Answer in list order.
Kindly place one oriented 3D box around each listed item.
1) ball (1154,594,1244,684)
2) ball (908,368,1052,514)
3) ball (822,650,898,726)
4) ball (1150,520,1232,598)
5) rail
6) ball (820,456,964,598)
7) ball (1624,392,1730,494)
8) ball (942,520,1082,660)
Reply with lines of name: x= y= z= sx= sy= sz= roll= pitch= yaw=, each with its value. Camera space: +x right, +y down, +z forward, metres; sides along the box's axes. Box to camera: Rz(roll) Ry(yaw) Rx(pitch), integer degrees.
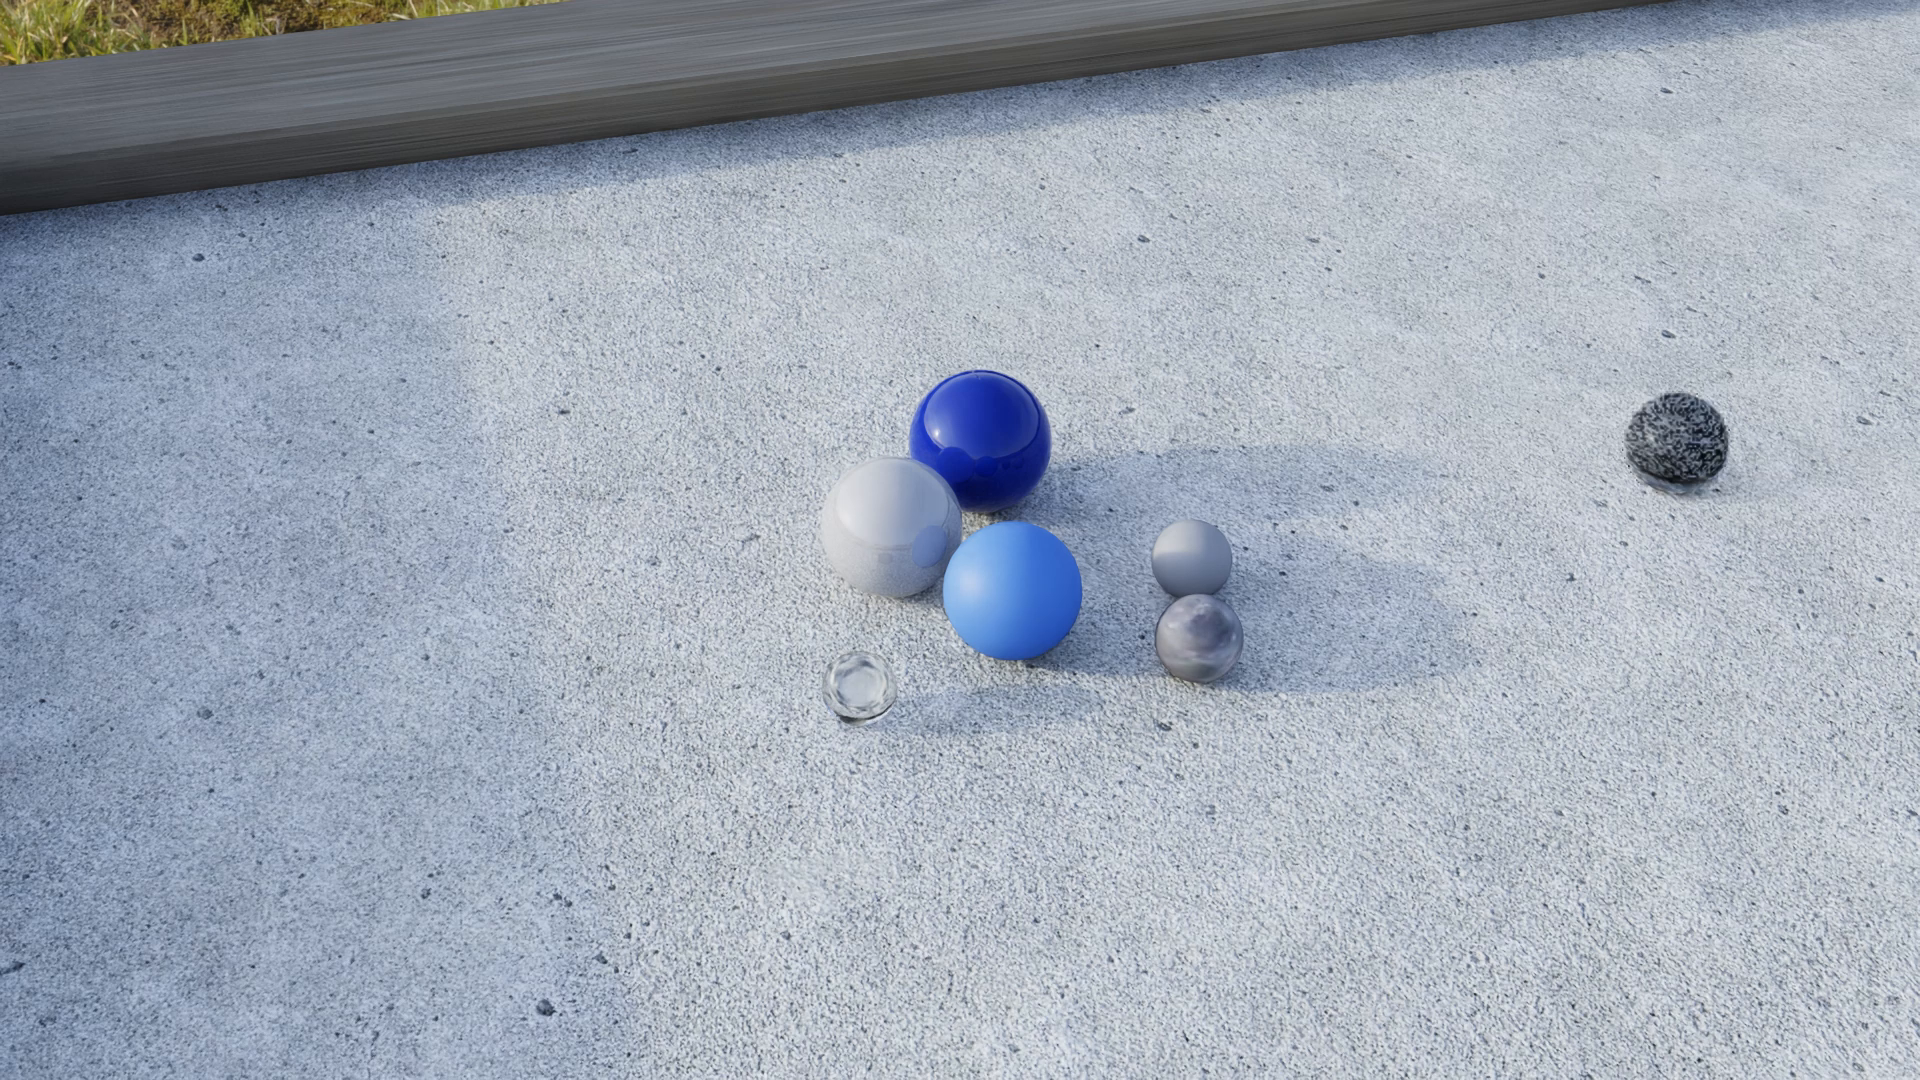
ball: x=0.142 y=0.058 z=1.523 sx=0.053 sy=0.053 sz=0.053 roll=0 pitch=36 yaw=0
ball: x=0.013 y=-0.064 z=1.659 sx=0.093 sy=0.093 sz=0.093 roll=0 pitch=36 yaw=0
ball: x=-0.058 y=0.086 z=1.491 sx=0.044 sy=0.044 sz=0.044 roll=0 pitch=36 yaw=0
ball: x=0.144 y=0.012 z=1.589 sx=0.050 sy=0.050 sz=0.050 roll=0 pitch=36 yaw=0
rail: x=0.458 y=-0.495 z=2.236 sx=2.668 sy=0.121 sz=0.045 roll=-10 pitch=37 yaw=-13
ball: x=-0.042 y=-0.008 z=1.585 sx=0.088 sy=0.088 sz=0.088 roll=0 pitch=36 yaw=0
ball: x=0.470 y=-0.063 z=1.681 sx=0.066 sy=0.066 sz=0.066 roll=0 pitch=36 yaw=0
ball: x=0.031 y=0.030 z=1.535 sx=0.084 sy=0.084 sz=0.084 roll=0 pitch=36 yaw=0
